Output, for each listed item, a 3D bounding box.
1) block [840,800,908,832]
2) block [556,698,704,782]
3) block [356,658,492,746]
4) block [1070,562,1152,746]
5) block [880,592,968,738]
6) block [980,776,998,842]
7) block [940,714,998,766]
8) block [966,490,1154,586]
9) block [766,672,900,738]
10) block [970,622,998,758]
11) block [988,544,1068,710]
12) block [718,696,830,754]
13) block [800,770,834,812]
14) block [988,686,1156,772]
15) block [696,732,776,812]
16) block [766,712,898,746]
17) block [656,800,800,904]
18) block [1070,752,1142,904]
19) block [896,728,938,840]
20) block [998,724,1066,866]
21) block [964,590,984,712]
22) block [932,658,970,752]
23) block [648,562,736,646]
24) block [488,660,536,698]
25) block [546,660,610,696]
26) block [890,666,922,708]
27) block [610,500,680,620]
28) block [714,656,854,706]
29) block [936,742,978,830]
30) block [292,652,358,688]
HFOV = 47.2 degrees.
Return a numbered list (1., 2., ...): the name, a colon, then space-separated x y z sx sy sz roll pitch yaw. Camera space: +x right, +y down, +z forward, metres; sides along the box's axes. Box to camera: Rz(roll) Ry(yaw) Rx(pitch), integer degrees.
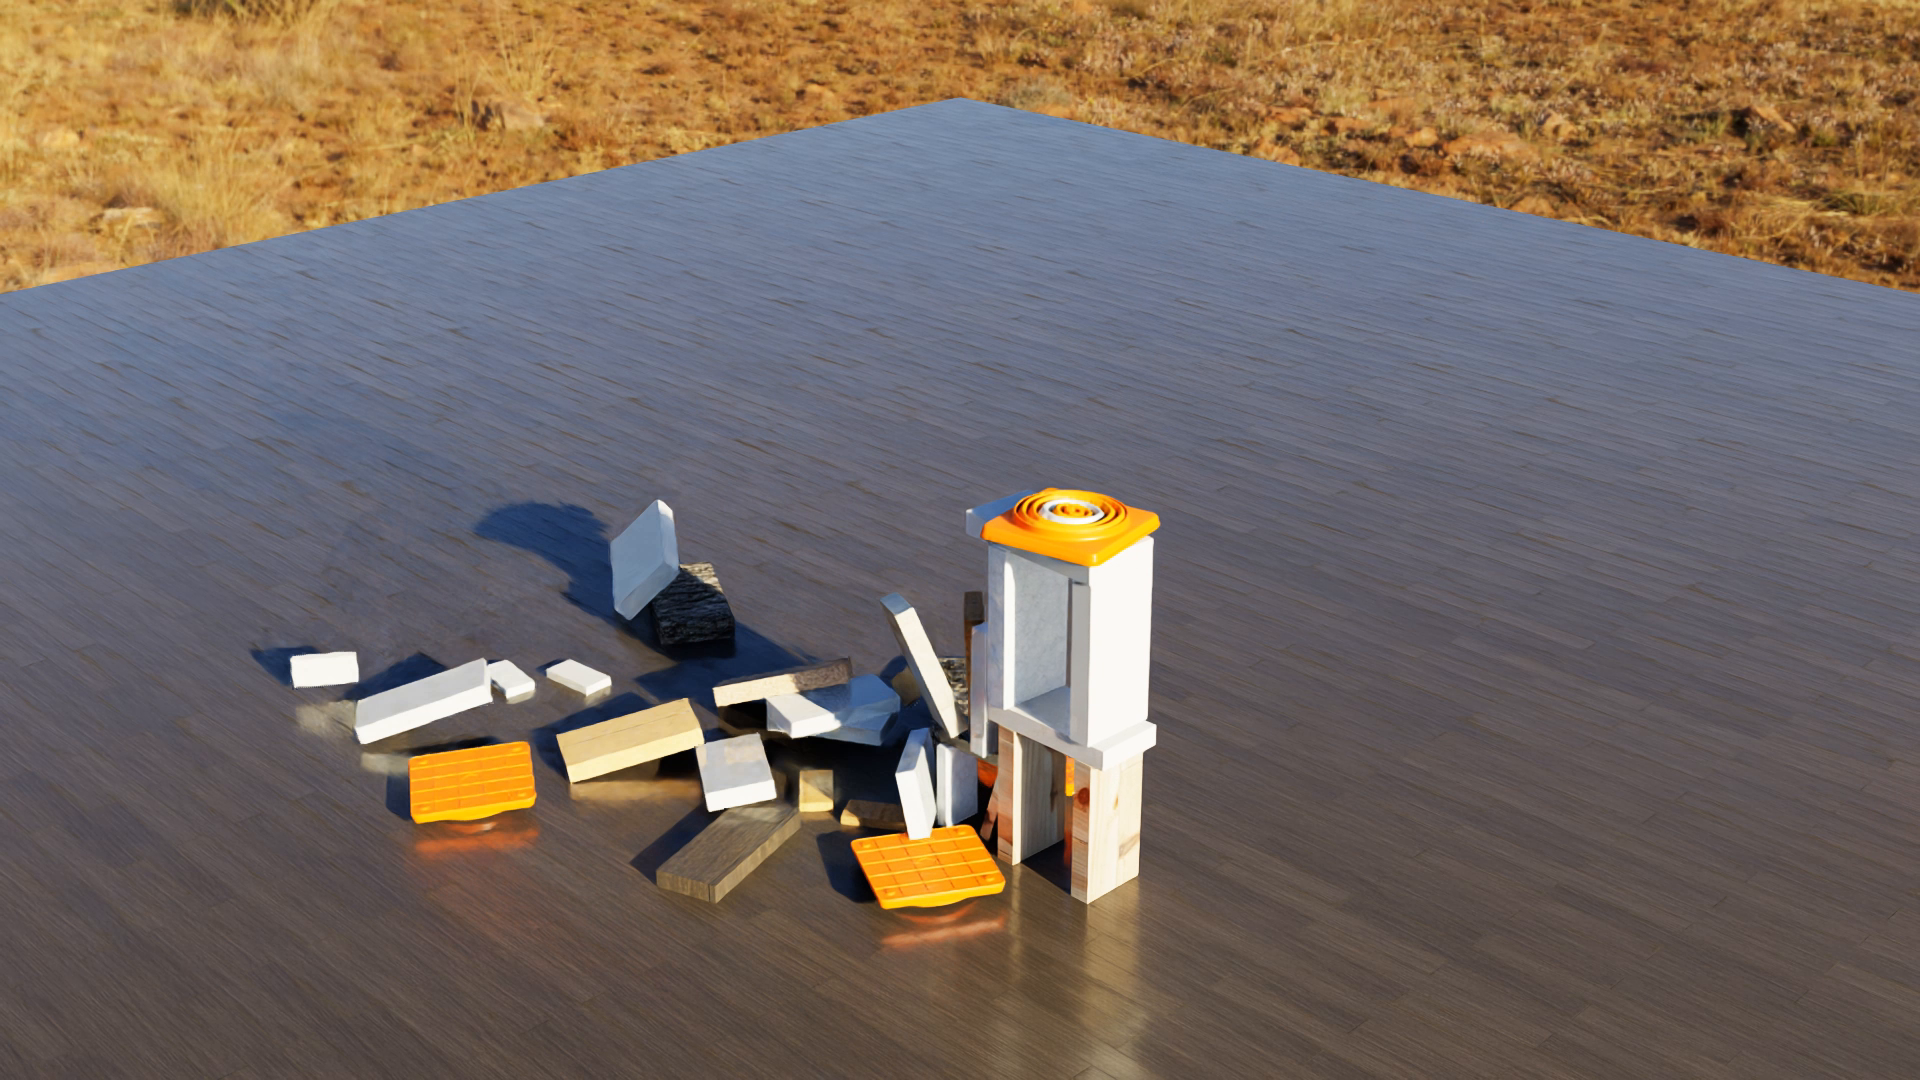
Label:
1. block: -0.165 0.554 4.430 0.136 0.019 0.068 5 24 12
2. block: -0.699 0.423 4.656 0.288 0.041 0.144 -16 26 -13
3. block: -1.163 0.349 4.774 0.288 0.041 0.144 -19 24 -5
4. block: 0.275 0.201 4.016 0.162 0.324 0.046 -21 30 -40
5. block: -0.071 0.244 4.316 0.039 0.275 0.138 -27 17 -9
6. block: 0.098 0.506 4.337 0.090 0.181 0.026 -21 48 -40
7. block: 0.057 0.398 4.329 0.181 0.026 0.090 20 30 39
8. block: 0.180 -0.007 4.032 0.162 0.046 0.324 -19 30 -38
9. block: -0.270 0.352 4.699 0.255 0.036 0.127 -12 26 -27
10. block: 0.083 0.276 4.243 0.132 0.265 0.037 -19 30 -38
11. block: 0.129 0.144 4.148 0.162 0.324 0.046 -19 30 -38
12. block: -0.392 0.387 4.802 0.255 0.036 0.127 18 29 36
13. block: -0.295 0.515 4.522 0.068 0.019 0.136 -1 23 -3
14. block: 0.209 0.343 4.147 0.147 0.042 0.293 -21 31 -41
15. block: -0.464 0.475 4.527 0.138 0.039 0.275 -11 17 -8
16. block: -0.273 0.380 4.726 0.255 0.036 0.127 7 24 14
17. block: -0.449 0.601 4.296 0.132 0.037 0.316 11 25 24
18. block: 0.277 0.525 4.148 0.042 0.293 0.147 21 31 41
19. block: -0.080 0.483 4.380 0.039 0.138 0.275 -10 12 7
20. block: 0.141 0.472 4.274 0.147 0.293 0.042 -21 31 -40
21. block: 0.033 0.248 4.306 0.037 0.265 0.132 -3 23 1
22. block: 0.025 0.354 4.786 0.174 0.049 0.459 0 15 0
23. block: -0.664 0.151 5.342 0.174 0.049 0.348 -6 24 -14
24. block: -1.029 0.314 4.995 0.070 0.020 0.139 -16 28 -33
25. block: -0.868 0.311 5.002 0.140 0.020 0.070 18 29 37
26. block: -0.099 0.307 4.776 0.019 0.068 0.136 -21 -13 -38
27. block: -0.779 0.045 5.422 0.174 0.049 0.348 -42 26 11
28. block: -0.381 0.307 4.769 0.288 0.041 0.144 -11 3 2
29. block: -0.005 0.480 4.399 0.026 0.181 0.090 21 31 40
30. block: -1.422 0.289 4.927 0.140 0.070 0.020 -4 29 -13
